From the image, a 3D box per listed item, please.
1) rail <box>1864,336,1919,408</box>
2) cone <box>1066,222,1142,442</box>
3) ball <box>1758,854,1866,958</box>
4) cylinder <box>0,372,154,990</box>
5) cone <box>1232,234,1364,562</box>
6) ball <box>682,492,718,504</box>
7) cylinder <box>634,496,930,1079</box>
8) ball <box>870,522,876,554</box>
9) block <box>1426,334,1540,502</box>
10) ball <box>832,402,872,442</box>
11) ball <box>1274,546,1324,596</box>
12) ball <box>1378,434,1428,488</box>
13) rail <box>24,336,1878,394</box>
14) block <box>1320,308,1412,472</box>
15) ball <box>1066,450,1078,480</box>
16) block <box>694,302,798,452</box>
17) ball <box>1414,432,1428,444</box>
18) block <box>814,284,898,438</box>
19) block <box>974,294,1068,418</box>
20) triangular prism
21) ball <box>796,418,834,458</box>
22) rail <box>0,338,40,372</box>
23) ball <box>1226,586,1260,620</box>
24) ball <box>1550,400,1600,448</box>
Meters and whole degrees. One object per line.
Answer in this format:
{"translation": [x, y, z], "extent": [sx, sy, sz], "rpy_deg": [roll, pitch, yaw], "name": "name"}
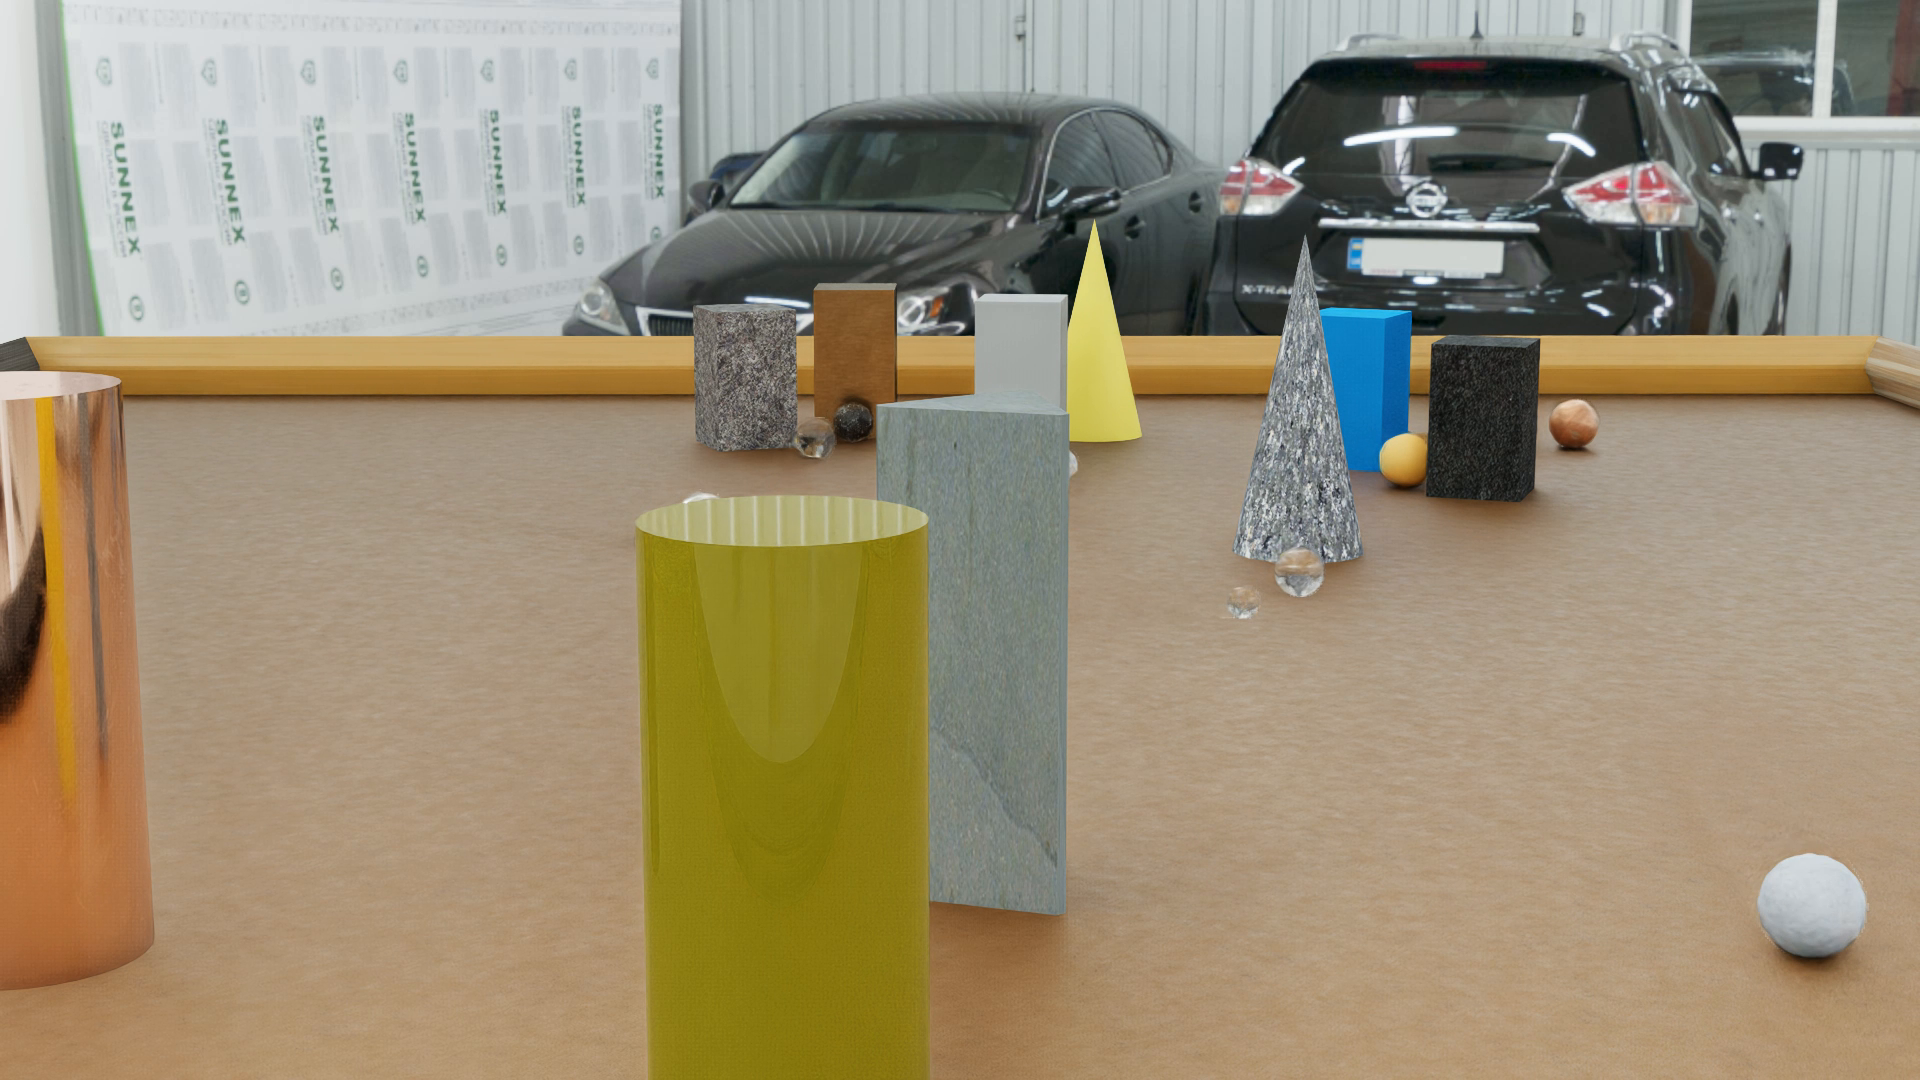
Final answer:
{"translation": [2.049, 0.031, 3.460], "extent": [0.045, 0.129, 4.670], "rpy_deg": [0, 10, 0], "name": "rail"}
{"translation": [0.265, -0.421, 5.083], "extent": [0.198, 0.428, 0.198], "rpy_deg": [0, 10, 0], "name": "cone"}
{"translation": [0.704, 0.302, 2.119], "extent": [0.085, 0.085, 0.085], "rpy_deg": [0, 10, 0], "name": "ball"}
{"translation": [-0.776, 0.109, 2.099], "extent": [0.198, 0.473, 0.198], "rpy_deg": [0, 10, 0], "name": "cylinder"}
{"translation": [0.513, -0.220, 3.853], "extent": [0.198, 0.481, 0.198], "rpy_deg": [0, 10, 0], "name": "cone"}
{"translation": [-0.393, -0.031, 3.928], "extent": [0.083, 0.083, 0.083], "rpy_deg": [0, 10, 0], "name": "ball"}
{"translation": [-0.120, 0.195, 1.767], "extent": [0.198, 0.425, 0.198], "rpy_deg": [0, 10, 0], "name": "cylinder"}
{"translation": [-0.094, -0.003, 3.787], "extent": [0.079, 0.079, 0.079], "rpy_deg": [0, 10, 0], "name": "ball"}
{"translation": [0.899, -0.211, 4.407], "extent": [0.158, 0.262, 0.158], "rpy_deg": [4, 11, 21], "name": "block"}
{"translation": [-0.209, -0.230, 5.010], "extent": [0.079, 0.079, 0.079], "rpy_deg": [0, 10, 0], "name": "ball"}
{"translation": [0.471, 0.044, 3.559], "extent": [0.069, 0.069, 0.069], "rpy_deg": [0, 10, 0], "name": "ball"}
{"translation": [0.778, -0.139, 4.481], "extent": [0.093, 0.093, 0.093], "rpy_deg": [0, 10, 0], "name": "ball"}
{"translation": [-0.013, -0.388, 5.722], "extent": [4.146, 0.129, 0.045], "rpy_deg": [0, 10, 0], "name": "rail"}
{"translation": [0.728, -0.280, 4.732], "extent": [0.158, 0.279, 0.158], "rpy_deg": [5, 12, 27], "name": "block"}
{"translation": [0.182, -0.134, 4.562], "extent": [0.053, 0.053, 0.053], "rpy_deg": [0, 10, 0], "name": "ball"}
{"translation": [-0.417, -0.318, 4.976], "extent": [0.158, 0.265, 0.158], "rpy_deg": [-4, 11, -22], "name": "block"}
{"translation": [0.857, -0.172, 4.768], "extent": [0.054, 0.054, 0.054], "rpy_deg": [0, 10, 0], "name": "ball"}
{"translation": [-0.207, -0.359, 5.119], "extent": [0.158, 0.293, 0.158], "rpy_deg": [0, 10, 1], "name": "block"}
{"translation": [0.116, -0.306, 4.825], "extent": [0.158, 0.297, 0.158], "rpy_deg": [1, 11, 7], "name": "block"}
{"translation": [0.034, 0.092, 2.286], "extent": [0.171, 0.438, 0.148], "rpy_deg": [4, 11, 20], "name": "triangular prism"}
{"translation": [-0.272, -0.191, 4.814], "extent": [0.074, 0.074, 0.074], "rpy_deg": [0, 10, 0], "name": "ball"}
{"translation": [-2.049, 0.035, 3.437], "extent": [0.045, 0.129, 4.670], "rpy_deg": [0, 10, 0], "name": "rail"}
{"translation": [0.377, 0.084, 3.415], "extent": [0.044, 0.044, 0.044], "rpy_deg": [0, 10, 0], "name": "ball"}
{"translation": [1.181, -0.223, 4.934], "extent": [0.094, 0.094, 0.094], "rpy_deg": [0, 10, 0], "name": "ball"}
